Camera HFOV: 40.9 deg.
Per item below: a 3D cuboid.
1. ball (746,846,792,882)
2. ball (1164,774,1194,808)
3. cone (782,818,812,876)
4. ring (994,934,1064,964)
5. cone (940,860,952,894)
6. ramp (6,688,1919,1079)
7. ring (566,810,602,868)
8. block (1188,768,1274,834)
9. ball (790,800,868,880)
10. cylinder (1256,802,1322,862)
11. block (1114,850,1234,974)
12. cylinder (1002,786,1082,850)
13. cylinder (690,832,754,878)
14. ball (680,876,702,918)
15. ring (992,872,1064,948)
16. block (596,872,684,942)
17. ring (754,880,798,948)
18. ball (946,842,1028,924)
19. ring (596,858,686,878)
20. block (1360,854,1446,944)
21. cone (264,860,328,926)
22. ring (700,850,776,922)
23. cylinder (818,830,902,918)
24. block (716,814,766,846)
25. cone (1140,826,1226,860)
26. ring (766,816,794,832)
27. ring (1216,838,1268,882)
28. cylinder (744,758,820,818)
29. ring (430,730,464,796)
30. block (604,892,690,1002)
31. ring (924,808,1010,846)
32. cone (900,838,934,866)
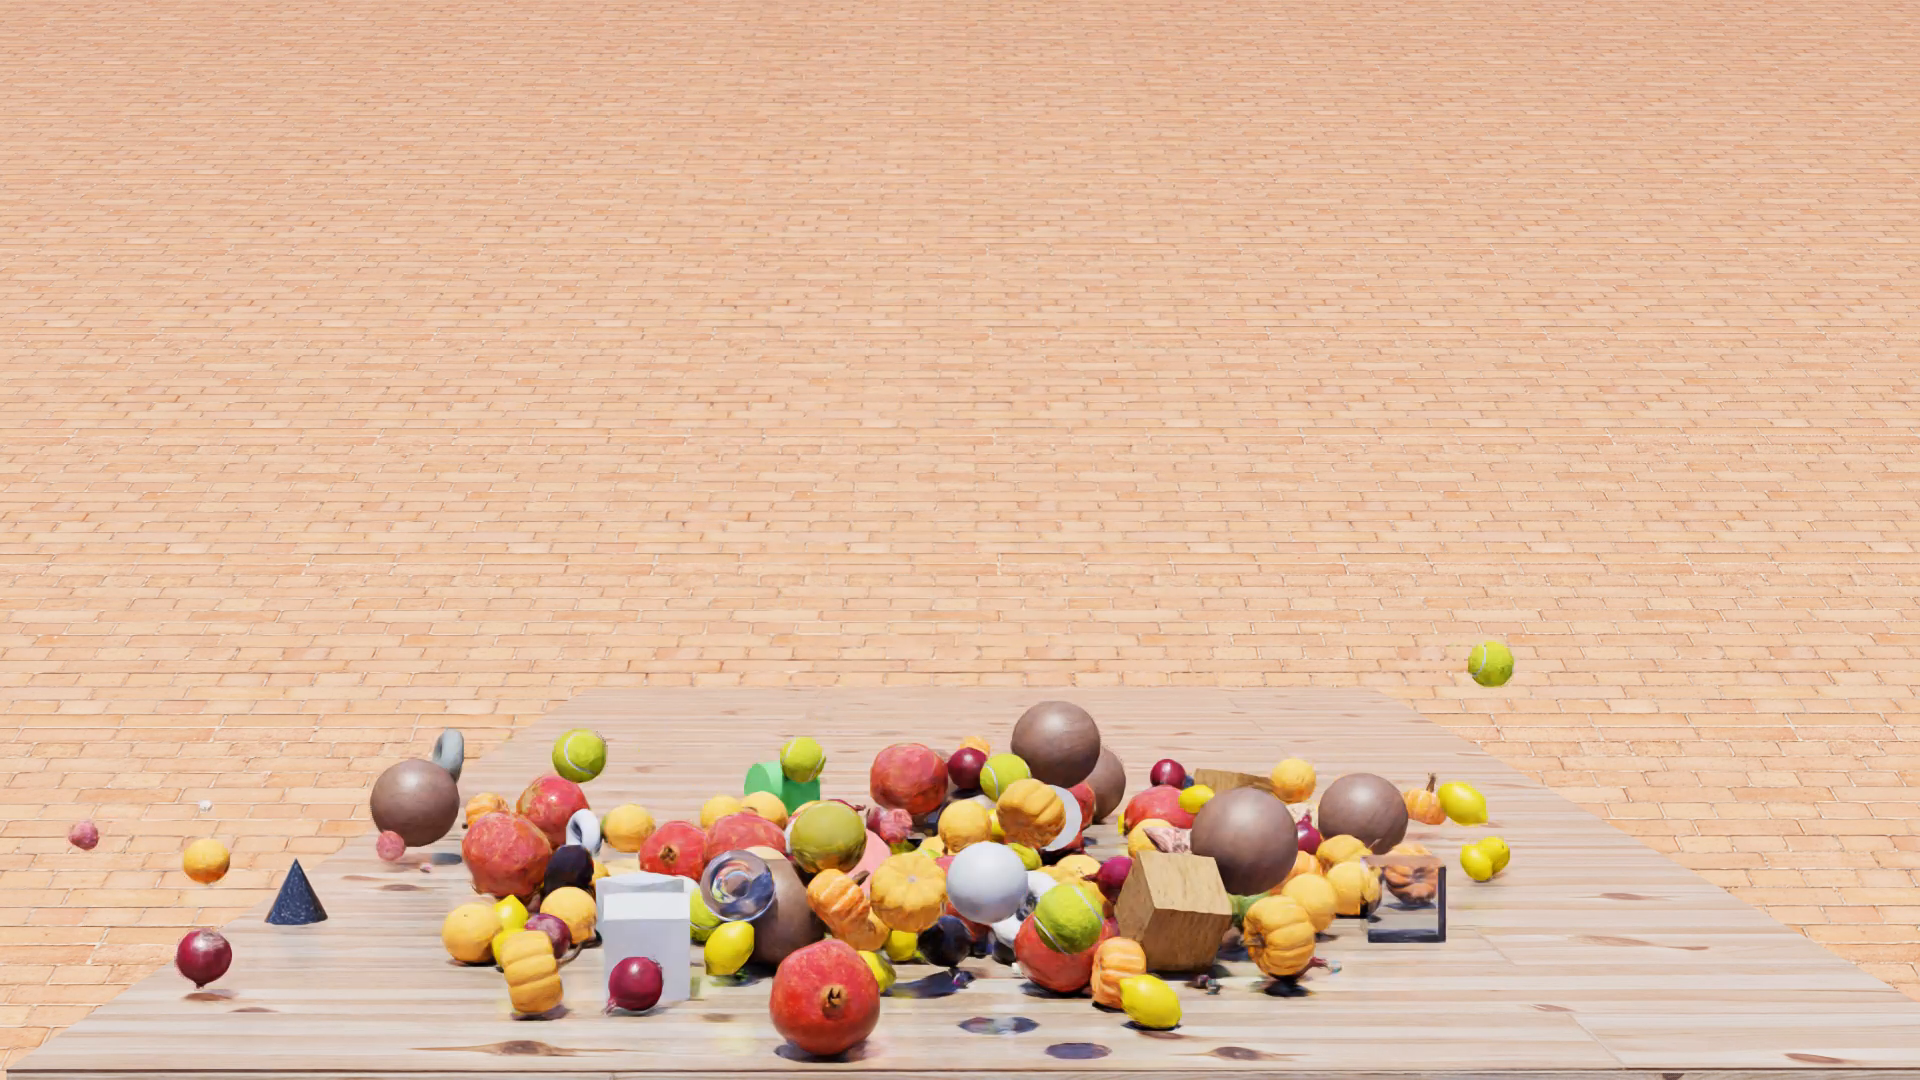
[{"bbox_3d":[-0.249,0.421,3.206,0.081,0.081,0.081,0,24,0],"label":"ball"},{"bbox_3d":[0.374,0.425,4.363,0.060,0.060,0.060,0,24,0],"label":"ball"},{"bbox_3d":[-0.192,0.409,3.414,0.090,0.090,0.090,-1,2,-2],"label":"cone"},{"bbox_3d":[0.083,0.488,3.087,0.087,0.029,0.087,-1,1,0],"label":"ring"},{"bbox_3d":[0.026,0.428,3.370,0.078,0.078,0.078,19,42,-18],"label":"cone"},{"bbox_3d":[0.055,0.499,4.546,2.000,0.100,4.000,0,2,0],"label":"ramp"},{"bbox_3d":[-0.546,0.433,3.735,0.029,0.086,0.086,3,19,-33],"label":"ring"},{"bbox_3d":[0.429,0.413,4.069,0.090,0.090,0.090,14,-8,-44],"label":"block"},{"bbox_3d":[-0.153,0.350,3.008,0.091,0.091,0.091,0,24,0],"label":"ball"},{"bbox_3d":[0.482,0.429,3.778,0.082,0.082,0.082,-5,24,0],"label":"cylinder"},{"bbox_3d":[0.247,0.432,2.993,0.096,0.096,0.096,8,35,-16],"label":"block"},{"bbox_3d":[0.111,0.378,3.510,0.087,0.087,0.087,-7,-4,-15],"label":"cylinder"},{"bbox_3d":[-0.328,0.447,3.594,0.073,0.073,0.073,-16,10,-31],"label":"cylinder"},{"bbox_3d":[-0.362,0.464,3.329,0.059,0.059,0.059,0,24,0],"label":"ball"},{"bbox_3d":[0.080,0.439,3.052,0.098,0.033,0.098,-17,52,22],"label":"ring"},{"bbox_3d":[-0.398,0.459,3.206,0.077,0.077,0.077,2,3,41],"label":"block"},{"bbox_3d":[-0.226,0.457,3.152,0.029,0.087,0.087,16,28,18],"label":"ring"},{"bbox_3d":[0.028,0.355,2.664,0.085,0.085,0.085,0,24,0],"label":"ball"},{"bbox_3d":[-0.439,0.465,3.546,0.125,0.042,0.125,-1,3,0],"label":"ring"},{"bbox_3d":[0.554,0.449,3.227,0.095,0.095,0.095,0,2,2],"label":"block"},{"bbox_3d":[-0.862,0.452,3.346,0.081,0.081,0.081,0,2,0],"label":"cone"},{"bbox_3d":[-0.255,0.397,2.955,0.087,0.029,0.087,3,63,-5],"label":"ring"},{"bbox_3d":[-0.123,0.408,3.158,0.093,0.093,0.093,5,-19,10],"label":"cylinder"},{"bbox_3d":[-0.330,0.444,3.891,0.054,0.054,0.054,1,-2,32],"label":"block"},{"bbox_3d":[0.277,0.394,3.330,0.099,0.099,0.099,29,26,-2],"label":"cone"},{"bbox_3d":[-0.300,0.420,4.099,0.032,0.097,0.097,-30,15,22],"label":"ring"},{"bbox_3d":[0.368,0.456,3.682,0.146,0.049,0.146,1,2,0],"label":"ring"},{"bbox_3d":[-0.274,0.384,3.972,0.086,0.086,0.086,-2,22,-34],"label":"cylinder"},{"bbox_3d":[-0.877,0.380,4.402,0.038,0.115,0.115,14,19,-22],"label":"ring"},{"bbox_3d":[-0.351,0.456,2.889,0.095,0.095,0.095,0,9,-7],"label":"block"},{"bbox_3d":[0.016,0.445,3.993,0.147,0.049,0.147,0,1,0],"label":"ring"},{"bbox_3d":[-0.069,0.467,3.710,0.053,0.053,0.053,6,30,13],"label":"cone"}]
